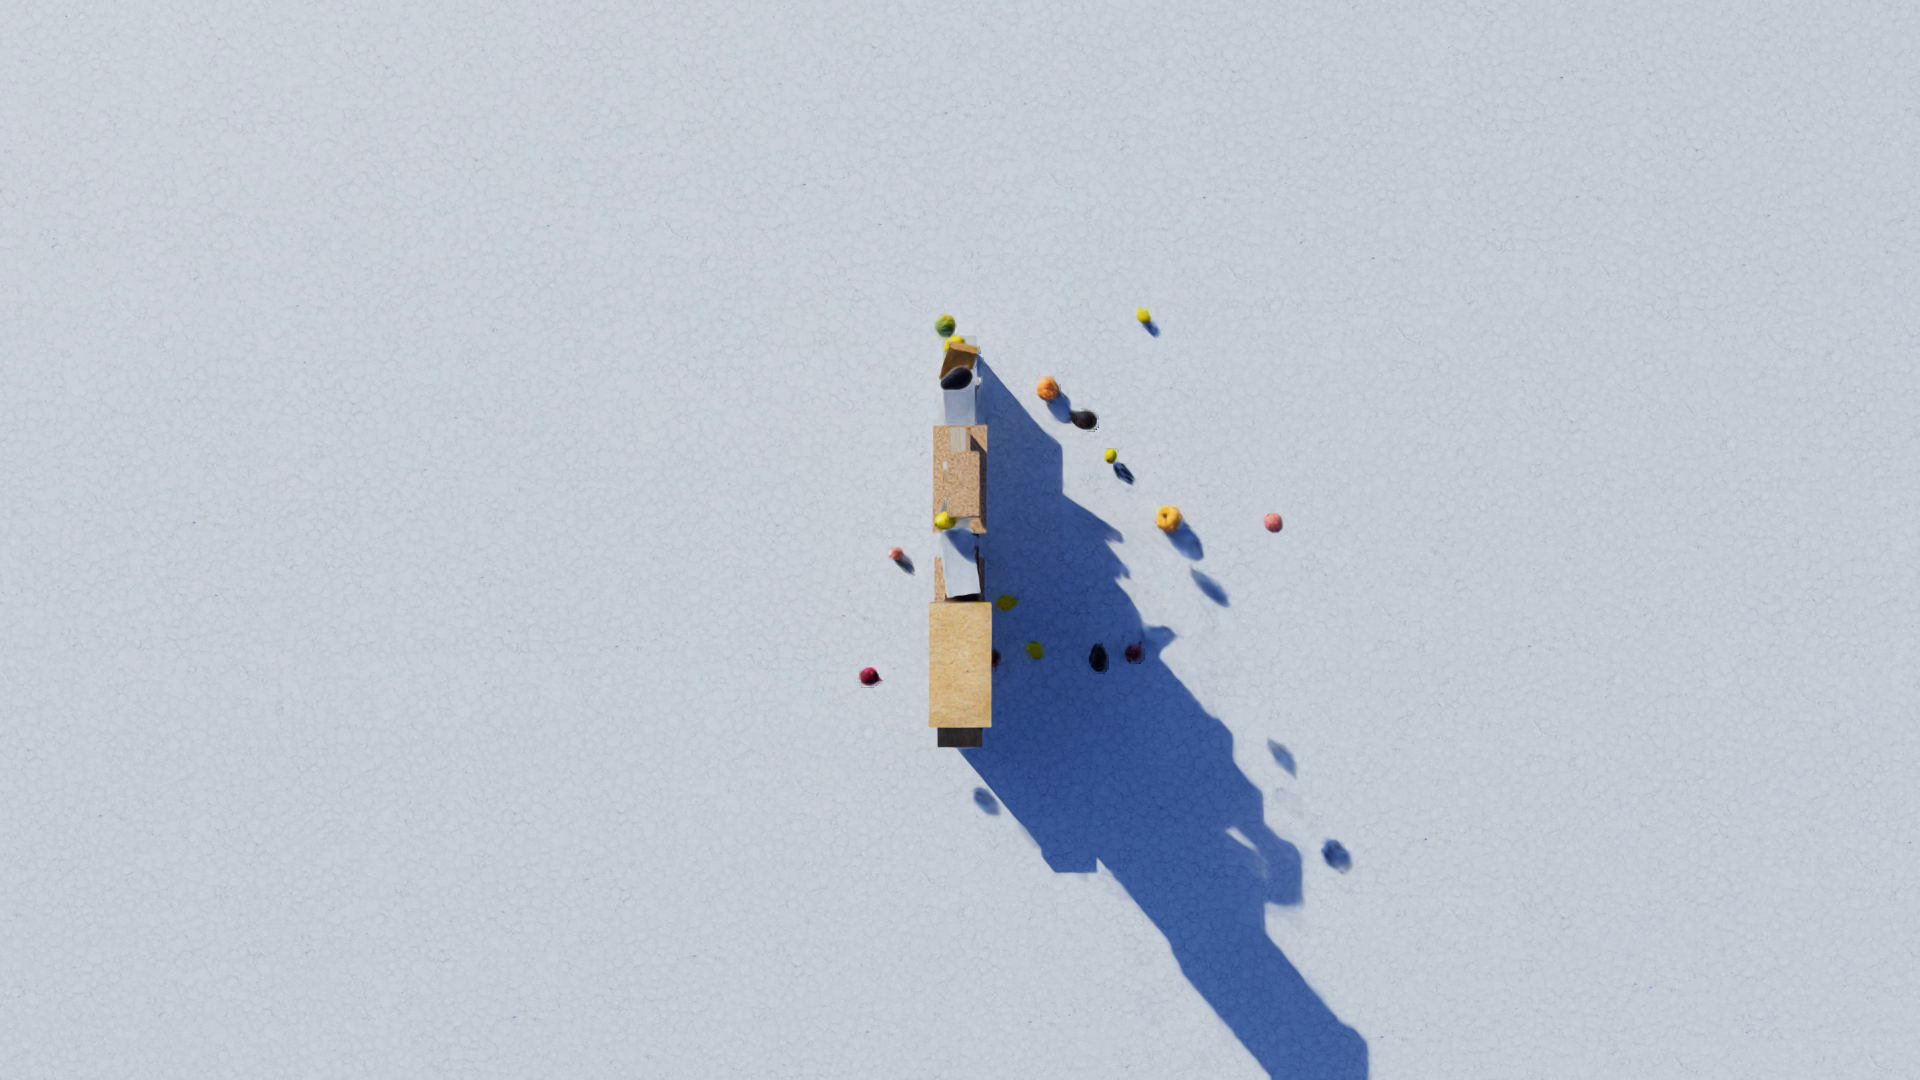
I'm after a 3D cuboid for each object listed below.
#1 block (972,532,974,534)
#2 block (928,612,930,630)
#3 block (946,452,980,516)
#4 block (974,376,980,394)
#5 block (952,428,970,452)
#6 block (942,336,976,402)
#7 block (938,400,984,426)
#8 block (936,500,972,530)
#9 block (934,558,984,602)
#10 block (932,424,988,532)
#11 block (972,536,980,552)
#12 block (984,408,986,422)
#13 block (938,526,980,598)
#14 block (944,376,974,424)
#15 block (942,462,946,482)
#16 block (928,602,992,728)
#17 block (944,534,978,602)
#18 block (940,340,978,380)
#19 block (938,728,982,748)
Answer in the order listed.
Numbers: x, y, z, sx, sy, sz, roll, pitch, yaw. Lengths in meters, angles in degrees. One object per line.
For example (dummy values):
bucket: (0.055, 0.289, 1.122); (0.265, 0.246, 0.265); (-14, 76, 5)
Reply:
block: (-0.002, -0.045, 5.299); (0.094, 0.027, 0.188); (0, 90, 0)
block: (-0.002, 0.224, 4.658); (0.168, 0.336, 0.048); (1, 90, 0)
block: (0.008, -0.156, 4.613); (0.090, 0.026, 0.181); (0, 88, 0)
block: (0.009, -0.484, 5.165); (0.089, 0.178, 0.025); (2, 85, -5)
block: (0.001, -0.267, 4.694); (0.054, 0.015, 0.107); (0, 90, 0)
block: (-0.001, -0.546, 5.273); (0.106, 0.030, 0.211); (0, 90, 0)
block: (0.004, -0.291, 5.189); (0.145, 0.041, 0.291); (1, 90, 0)
block: (-0.007, -0.083, 4.724); (0.090, 0.181, 0.026); (24, 60, 0)
block: (-0.001, 0.209, 5.168); (0.155, 0.044, 0.310); (0, 90, 0)
block: (0.000, -0.178, 4.832); (0.157, 0.044, 0.314); (0, 90, 0)
block: (0.006, 0.006, 4.823); (0.095, 0.190, 0.027); (14, 83, 0)
block: (0.007, -0.399, 5.355); (0.145, 0.291, 0.041); (1, 90, 0)
block: (-0.003, 0.063, 4.701); (0.095, 0.027, 0.190); (-8, 90, -16)
block: (-0.001, -0.408, 4.978); (0.089, 0.025, 0.178); (0, 113, 0)
block: (-0.003, -0.196, 4.718); (0.090, 0.181, 0.026); (0, 82, 0)
block: (0.001, 0.337, 4.466); (0.168, 0.048, 0.336); (0, 90, 0)
block: (0.005, 0.083, 4.933); (0.099, 0.028, 0.199); (0, 90, 0)
block: (-0.004, -0.554, 5.170); (0.089, 0.178, 0.025); (13, 61, -6)
block: (-0.001, 0.510, 5.197); (0.141, 0.040, 0.283); (0, 90, 0)
